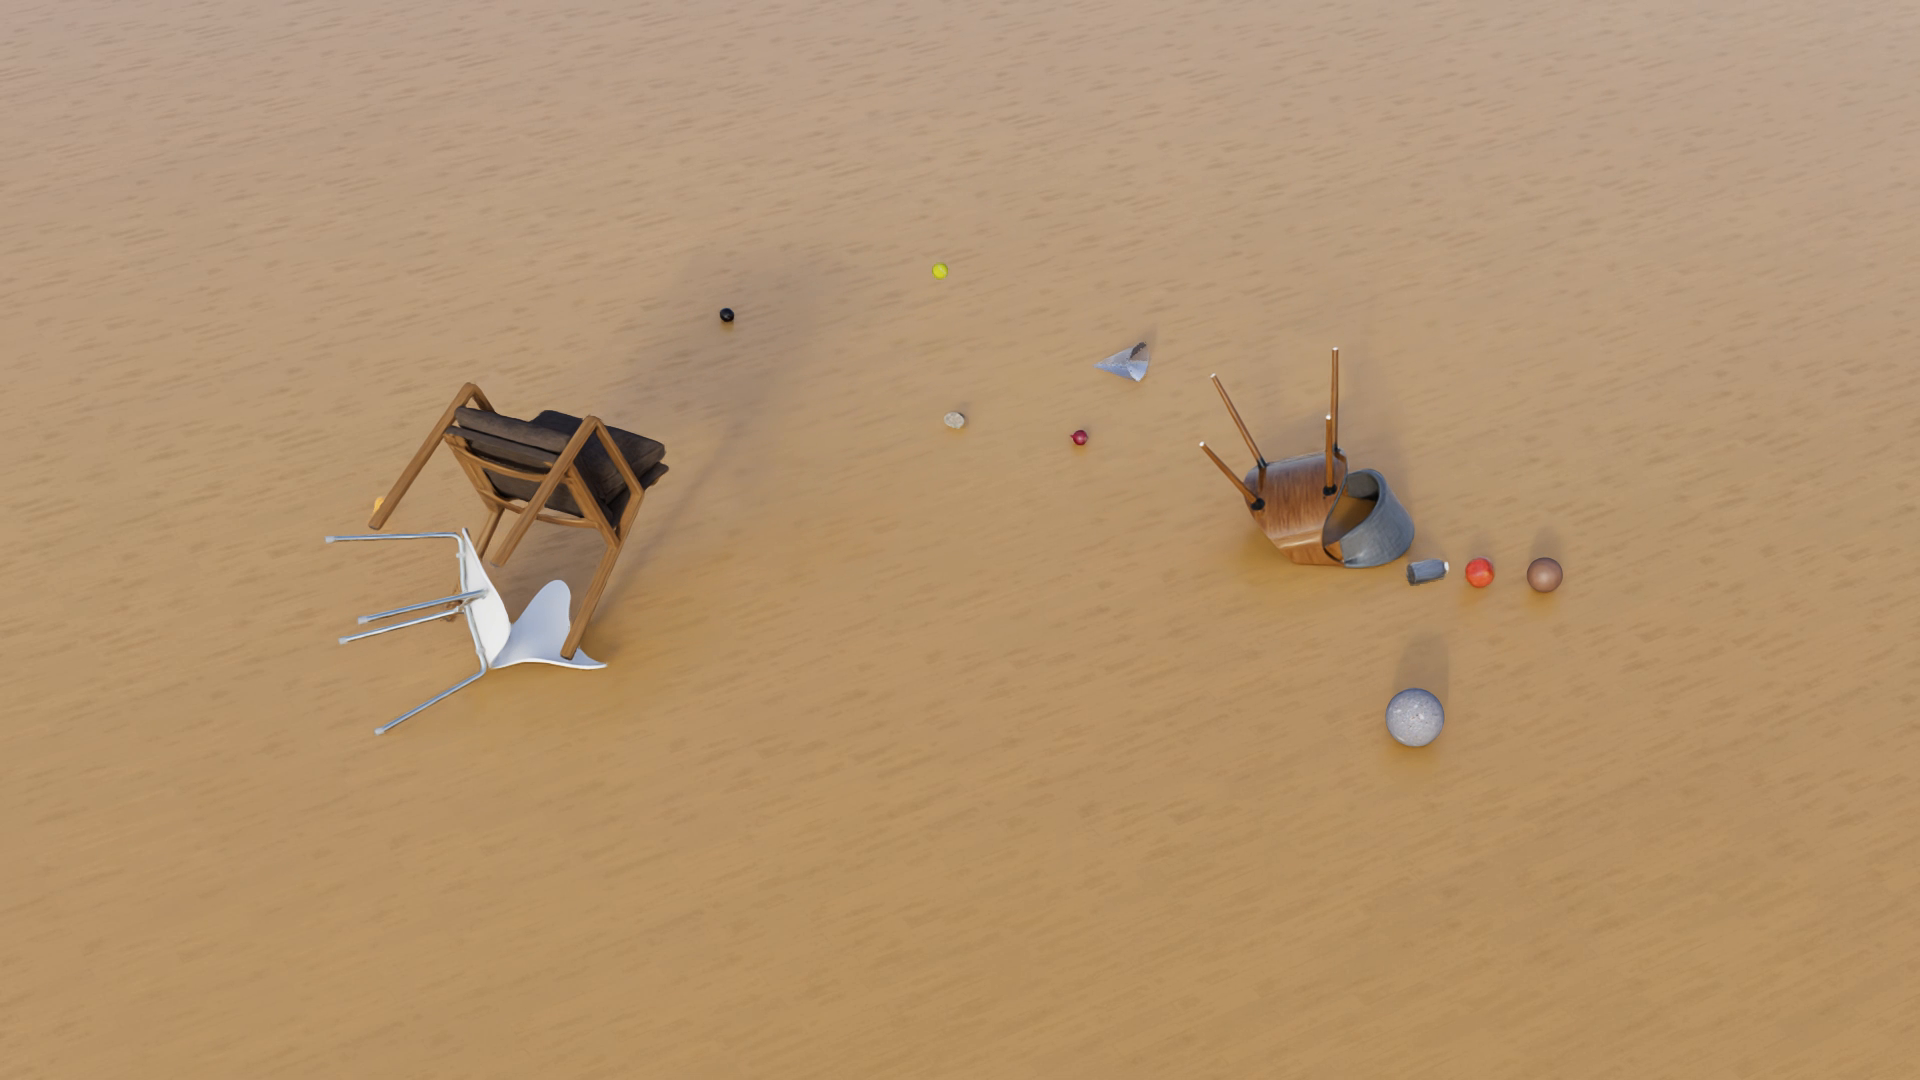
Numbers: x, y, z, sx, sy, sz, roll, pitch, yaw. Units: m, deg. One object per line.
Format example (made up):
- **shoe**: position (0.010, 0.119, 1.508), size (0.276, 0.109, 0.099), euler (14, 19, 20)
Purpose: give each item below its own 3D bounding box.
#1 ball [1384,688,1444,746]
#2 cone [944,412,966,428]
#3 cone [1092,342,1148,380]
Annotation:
- **ball**: position (1.529, 0.597, 9.859), size (0.198, 0.198, 0.198), euler (0, 33, 0)
- **cone**: position (0.000, -0.486, 11.655), size (0.085, 0.061, 0.103), euler (6, 16, 25)
- **cone**: position (0.634, -0.721, 11.980), size (0.214, 0.135, 0.212), euler (-3, 32, 29)
